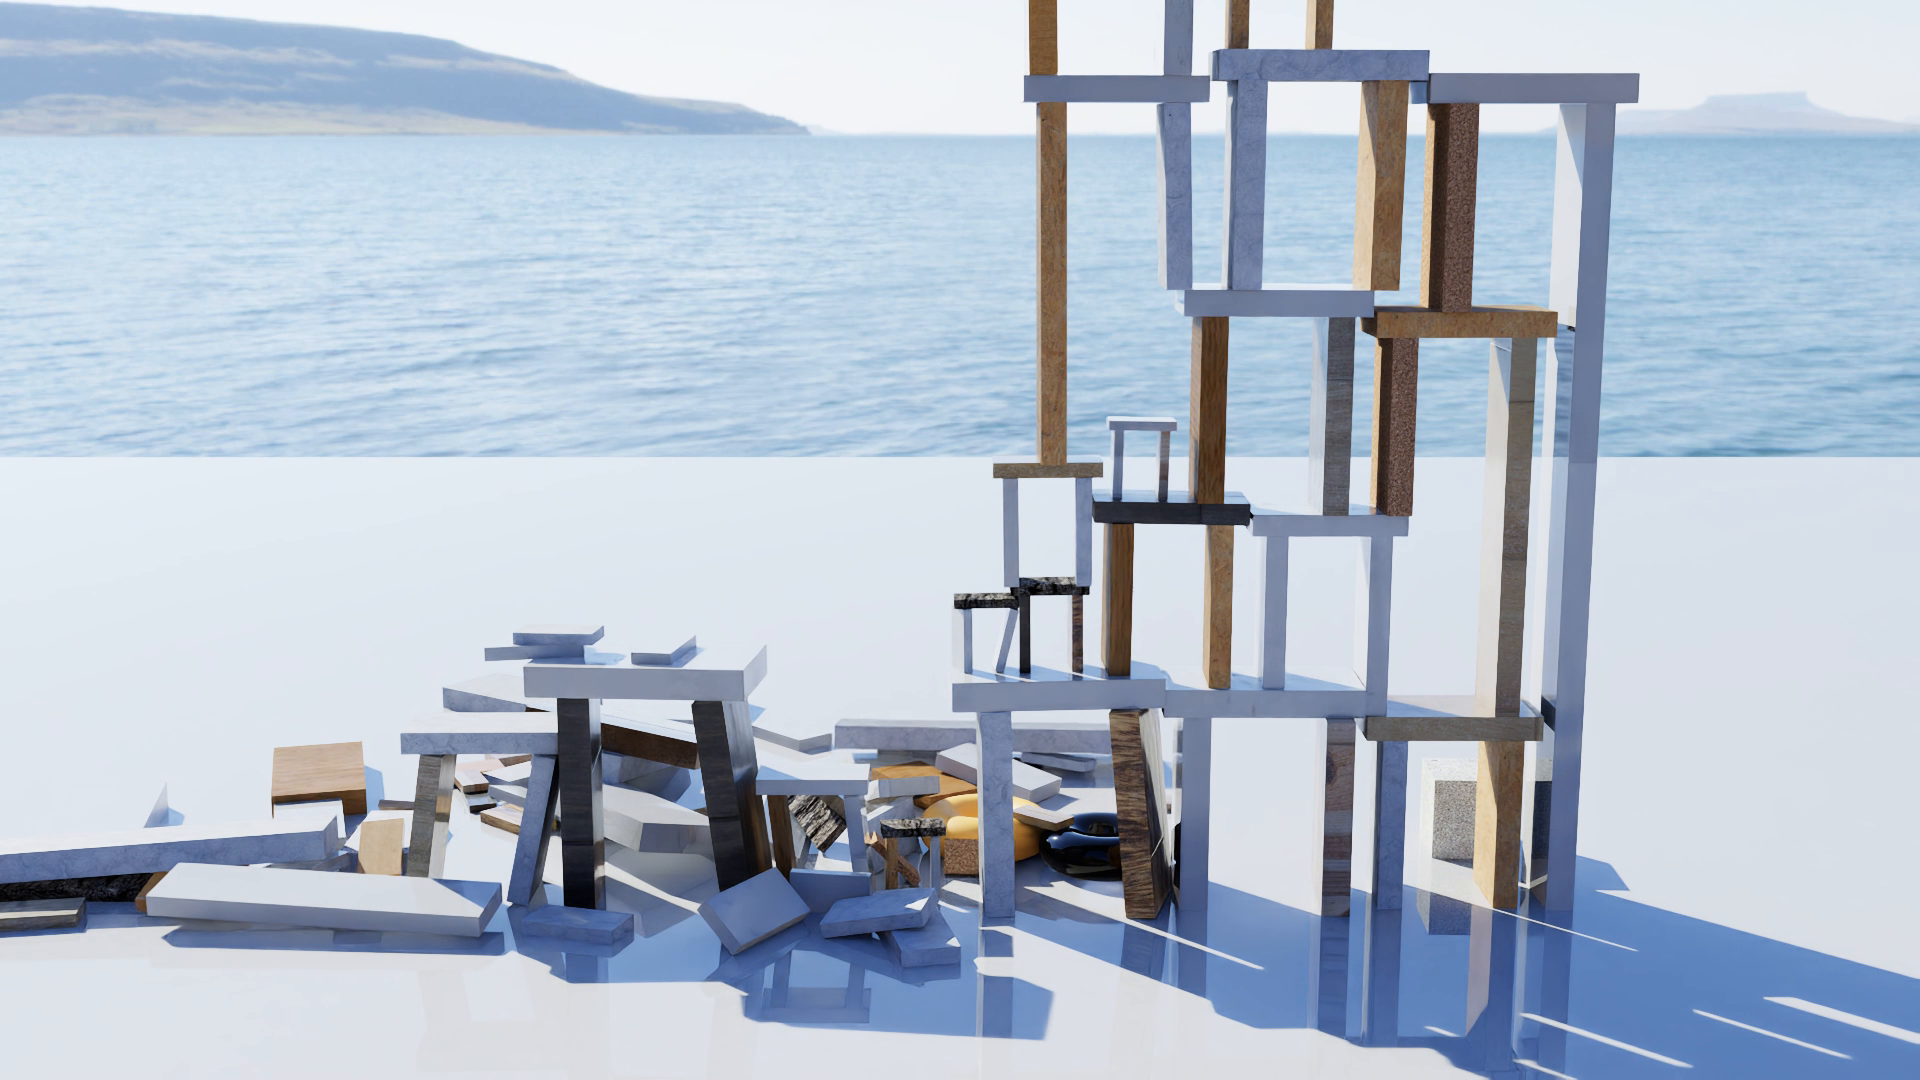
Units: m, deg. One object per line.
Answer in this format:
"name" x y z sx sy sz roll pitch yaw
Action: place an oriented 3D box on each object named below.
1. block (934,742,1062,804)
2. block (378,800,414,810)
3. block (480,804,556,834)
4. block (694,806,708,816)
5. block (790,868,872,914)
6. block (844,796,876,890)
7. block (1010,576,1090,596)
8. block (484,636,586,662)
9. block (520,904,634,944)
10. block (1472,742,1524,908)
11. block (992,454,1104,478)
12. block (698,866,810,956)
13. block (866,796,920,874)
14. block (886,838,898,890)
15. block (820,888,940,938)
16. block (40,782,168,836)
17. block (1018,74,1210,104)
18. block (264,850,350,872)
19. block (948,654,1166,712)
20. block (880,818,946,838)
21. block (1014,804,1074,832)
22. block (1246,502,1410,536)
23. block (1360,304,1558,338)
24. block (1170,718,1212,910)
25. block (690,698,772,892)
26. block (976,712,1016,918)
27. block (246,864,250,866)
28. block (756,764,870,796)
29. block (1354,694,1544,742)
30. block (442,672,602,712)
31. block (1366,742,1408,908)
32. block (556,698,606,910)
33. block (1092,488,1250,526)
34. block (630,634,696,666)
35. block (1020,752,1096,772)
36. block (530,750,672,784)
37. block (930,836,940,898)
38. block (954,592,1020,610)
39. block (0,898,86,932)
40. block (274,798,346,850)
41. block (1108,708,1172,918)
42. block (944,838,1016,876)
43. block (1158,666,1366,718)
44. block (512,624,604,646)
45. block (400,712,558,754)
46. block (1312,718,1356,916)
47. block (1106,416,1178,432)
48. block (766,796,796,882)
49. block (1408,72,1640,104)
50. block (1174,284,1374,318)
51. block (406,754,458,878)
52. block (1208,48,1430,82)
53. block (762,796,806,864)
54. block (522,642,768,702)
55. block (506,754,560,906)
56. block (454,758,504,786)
"block" 0.073 0.449 4.235 0.220 0.031 0.110 18 17 32
"block" -1.012 0.498 4.039 0.101 0.050 0.014 2 55 11
"block" -0.809 0.513 4.028 0.138 0.020 0.069 10 14 42
"block" -0.424 0.520 3.975 0.092 0.026 0.184 -9 14 -41
"block" -0.210 0.573 3.578 0.133 0.067 0.019 2 11 10
"block" -0.166 0.501 3.646 0.026 0.183 0.091 -6 10 2
"block" 0.145 0.075 3.558 0.127 0.018 0.063 -1 10 -1
"block" -0.695 0.175 3.600 0.158 0.022 0.079 -2 11 -8
"block" -0.608 0.610 3.497 0.158 0.022 0.079 3 11 17
"block" 0.892 0.451 3.643 0.040 0.283 0.142 0 11 0
"block" 0.140 -0.118 3.522 0.175 0.025 0.087 0 10 0
"block" -0.325 0.585 3.476 0.092 0.026 0.184 49 30 15
"block" -0.132 0.514 3.815 0.026 0.092 0.184 -5 7 29
"block" -0.114 0.538 3.661 0.015 0.104 0.052 -2 11 -8
"block" -0.127 0.589 3.475 0.172 0.024 0.086 -10 14 19
"block" -1.540 0.512 3.958 0.169 0.048 0.338 -2 11 -12
"block" 0.237 -0.700 3.416 0.284 0.040 0.142 0 10 -1
"block" -1.105 0.551 3.692 0.079 0.022 0.158 3 8 19
"block" 0.154 0.232 3.584 0.341 0.048 0.171 -1 10 -3
"block" -0.079 0.479 3.657 0.104 0.015 0.052 -1 11 -7
"block" 0.141 0.481 3.811 0.104 0.015 0.052 10 13 39
"block" 0.588 -0.034 3.551 0.247 0.035 0.124 0 11 0
"block" 0.788 -0.347 3.491 0.282 0.040 0.141 0 11 -1
"block" 0.382 0.430 3.642 0.046 0.324 0.162 0 11 0
"block" -0.370 0.418 3.602 0.051 0.359 0.180 -6 10 7
"block" 0.057 0.427 3.611 0.048 0.341 0.171 -2 11 -2
"block" -1.244 0.549 3.731 0.072 0.020 0.144 -1 2 -18
"block" -0.242 0.396 3.635 0.183 0.026 0.091 0 11 0
"block" 0.799 0.292 3.612 0.283 0.040 0.142 0 11 0
"block" -0.961 0.352 4.825 0.327 0.046 0.163 7 13 34
"block" 0.707 0.451 3.642 0.040 0.283 0.142 1 11 3
"block" -0.626 0.413 3.639 0.051 0.359 0.180 -1 11 -4
"block" 0.337 -0.053 3.544 0.247 0.035 0.123 1 11 0
"block" -0.482 0.178 3.580 0.067 0.019 0.133 1 11 11
"block" 0.195 0.436 4.353 0.133 0.019 0.067 7 3 24
"block" -0.676 0.410 4.288 0.178 0.050 0.356 10 4 14
"block" -0.041 0.538 3.665 0.015 0.104 0.052 0 11 -3
"block" 0.042 0.098 3.566 0.104 0.015 0.052 -1 11 -1
"block" -1.497 0.603 3.535 0.159 0.023 0.080 -2 11 -10
"block" -1.170 0.520 3.954 0.120 0.034 0.240 -3 11 -17
"block" 0.297 0.427 3.602 0.048 0.341 0.171 -3 9 16
"block" 0.034 0.542 3.759 0.120 0.060 0.017 1 -17 3
"block" 0.491 0.249 3.606 0.324 0.046 0.162 0 11 1
"block" -0.656 0.155 3.594 0.133 0.019 0.067 1 11 8
"block" -0.782 0.319 3.630 0.254 0.036 0.127 0 11 -2
"block" 0.613 0.436 3.612 0.046 0.324 0.162 1 11 3
"block" 0.291 -0.186 3.526 0.108 0.015 0.054 1 11 -1
"block" -0.294 0.499 3.655 0.026 0.183 0.091 -6 11 -1
"block" 0.875 -0.703 3.428 0.319 0.045 0.159 0 11 -1
"block" 0.496 -0.381 3.488 0.295 0.042 0.148 0 11 0
"block" -0.877 0.463 3.650 0.036 0.254 0.127 9 10 -2
"block" 0.554 -0.738 3.423 0.320 0.045 0.160 0 11 0
"block" -0.317 0.500 3.963 0.092 0.026 0.386 31 10 -4
"block" -0.509 0.212 3.585 0.359 0.051 0.180 0 11 7
"block" -0.700 0.464 3.650 0.036 0.254 0.127 12 10 -2
"block" -0.974 0.458 4.321 0.149 0.021 0.075 -5 11 -23
